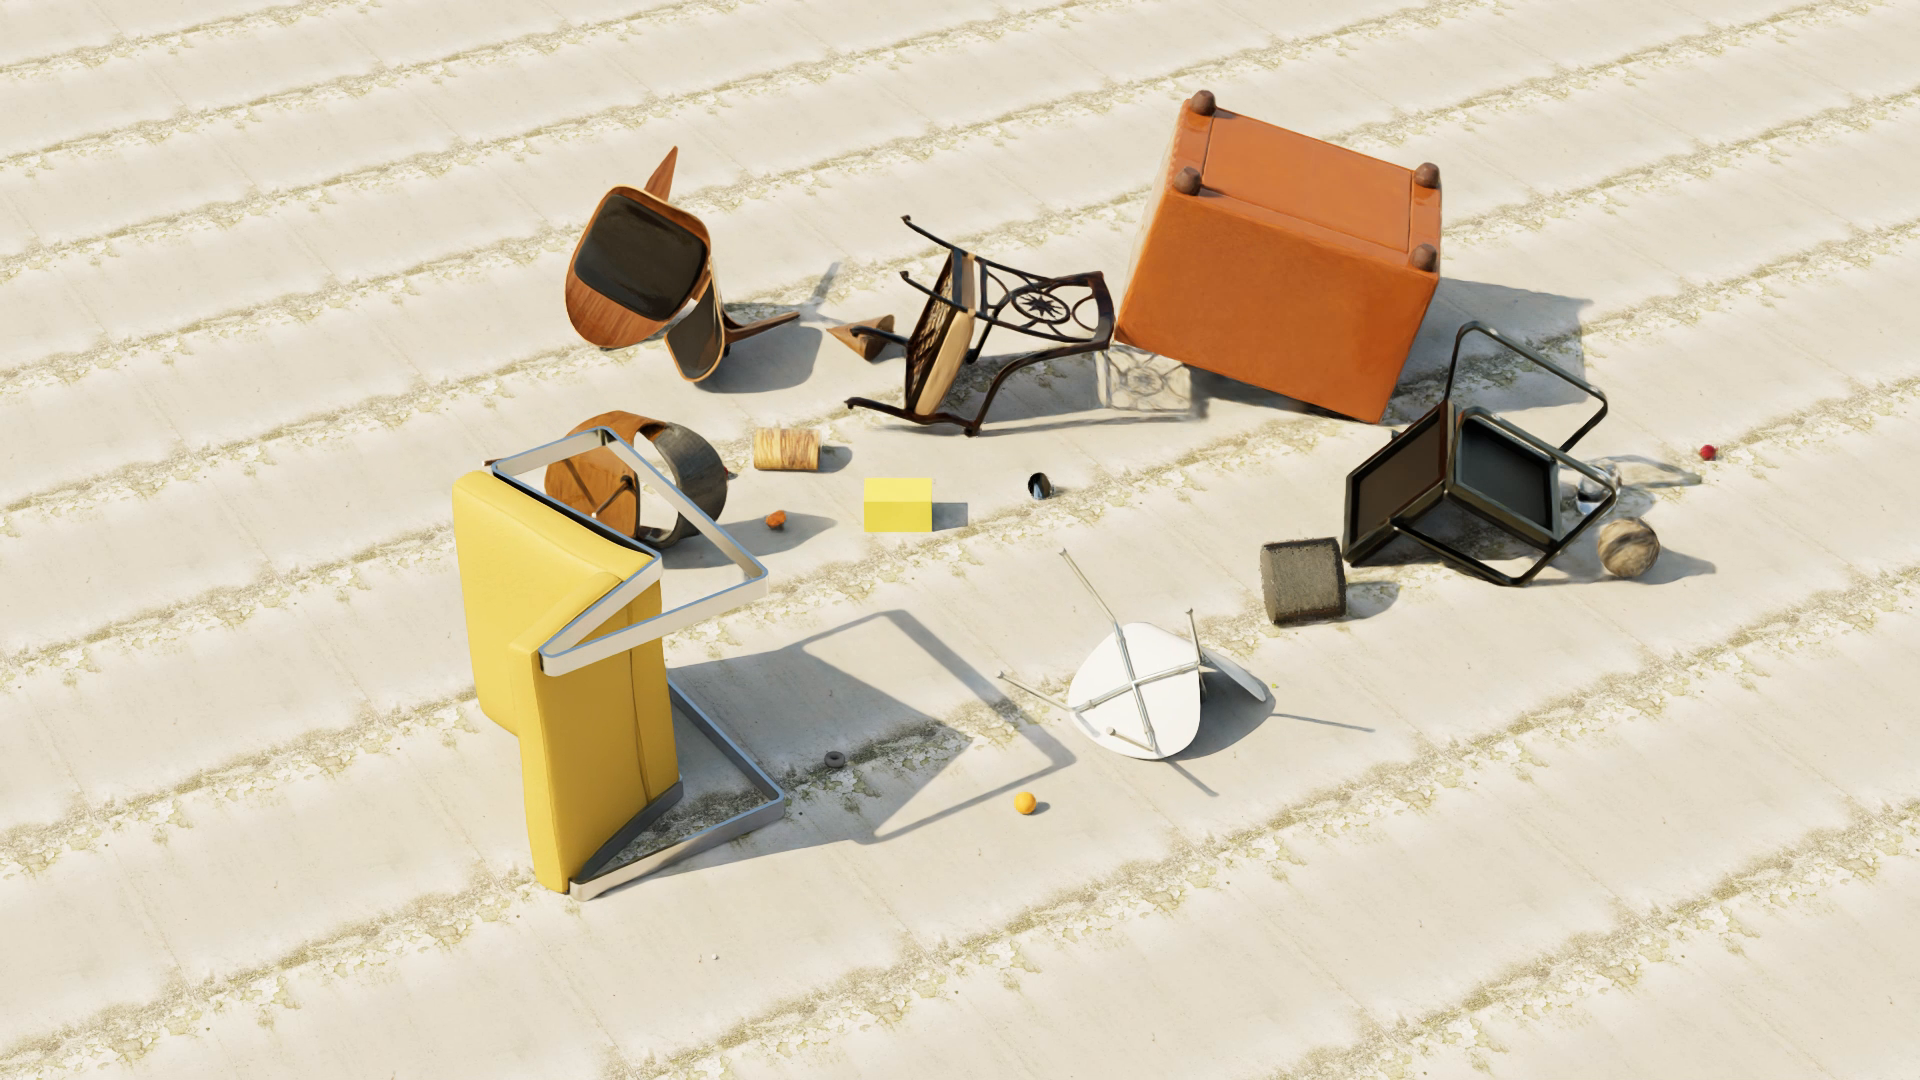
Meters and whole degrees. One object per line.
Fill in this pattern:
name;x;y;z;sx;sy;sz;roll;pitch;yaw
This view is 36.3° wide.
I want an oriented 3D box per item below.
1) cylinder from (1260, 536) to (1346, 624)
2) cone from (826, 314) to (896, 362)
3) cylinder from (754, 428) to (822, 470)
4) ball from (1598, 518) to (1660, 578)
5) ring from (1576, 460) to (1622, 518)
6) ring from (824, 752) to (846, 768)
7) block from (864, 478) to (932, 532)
cylinder;1.228;0.145;10.494;0.261;0.291;0.171;-6;-4;-9
cone;-0.446;-0.855;12.148;0.265;0.125;0.275;10;46;27
cylinder;-0.669;-0.356;11.369;0.247;0.123;0.192;2;44;2
ball;2.442;0.027;10.704;0.220;0.220;0.220;0;33;0
ring;2.409;-0.196;11.054;0.110;0.207;0.269;10;35;29
ring;-0.419;0.734;9.801;0.072;0.033;0.066;10;36;13
block;-0.233;-0.131;11.020;0.252;0.136;0.165;0;33;0
